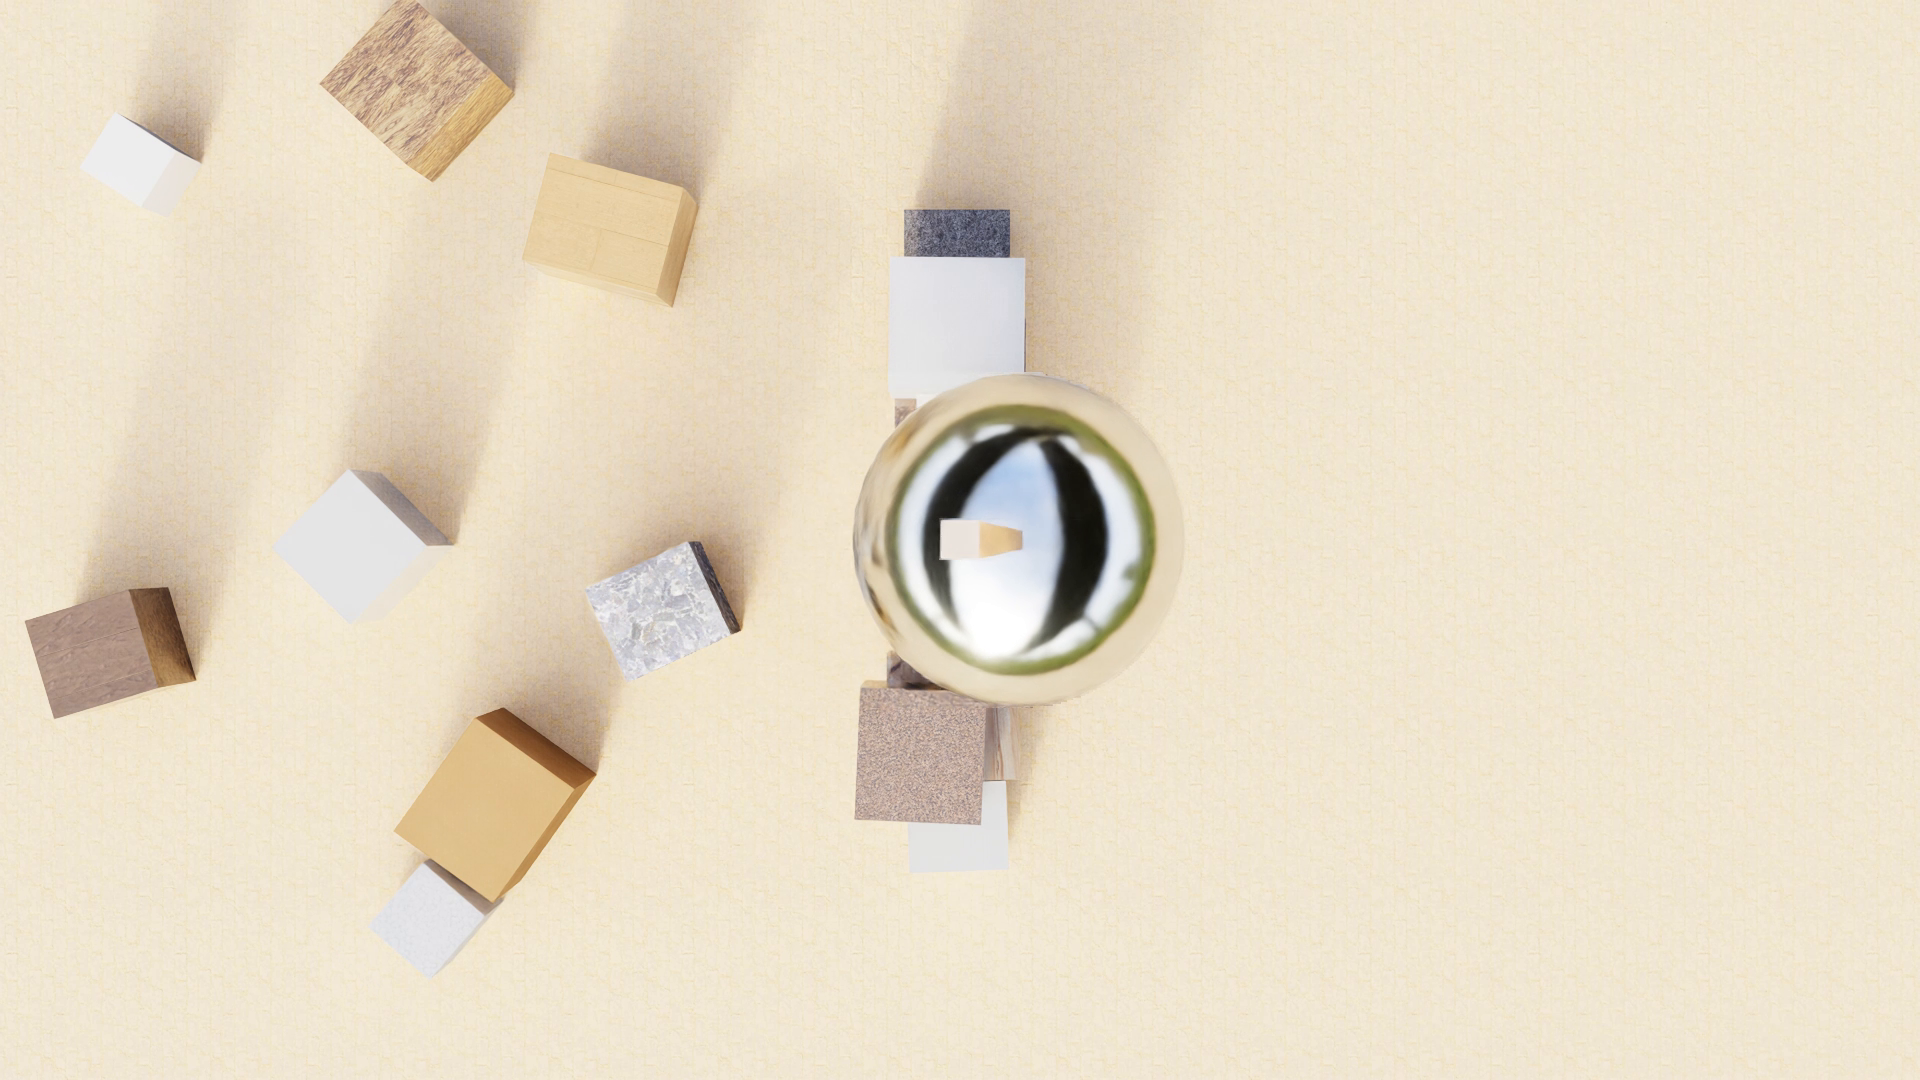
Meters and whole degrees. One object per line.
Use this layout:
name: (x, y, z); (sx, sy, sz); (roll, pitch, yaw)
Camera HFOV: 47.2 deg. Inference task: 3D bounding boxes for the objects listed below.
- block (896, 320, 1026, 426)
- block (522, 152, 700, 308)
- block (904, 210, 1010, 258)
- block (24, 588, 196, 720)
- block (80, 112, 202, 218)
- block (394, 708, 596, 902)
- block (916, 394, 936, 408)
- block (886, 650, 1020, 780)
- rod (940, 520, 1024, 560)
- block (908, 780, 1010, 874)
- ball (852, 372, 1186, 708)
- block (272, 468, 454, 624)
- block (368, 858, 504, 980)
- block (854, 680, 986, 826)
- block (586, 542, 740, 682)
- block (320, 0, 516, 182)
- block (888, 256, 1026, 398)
block: (0.002, -0.871, 12.626); (0.726, 0.749, 0.718); (0, 90, 0)
block: (-1.995, -1.768, 12.639); (0.773, 0.721, 0.618); (15, 90, 0)
block: (-0.017, -1.550, 12.686); (0.597, 0.628, 0.619); (0, 90, 0)
block: (-4.890, 0.644, 12.689); (0.613, 0.622, 0.580); (-17, 90, 0)
block: (-4.755, -2.175, 12.783); (0.416, 0.433, 0.380); (33, 90, 0)
block: (-2.649, 1.503, 12.615); (0.683, 0.770, 0.778); (36, 90, 0)
block: (0.004, -0.573, 12.047); (0.485, 0.408, 0.421); (1, 90, 0)
block: (-0.038, 0.996, 12.669); (0.718, 0.663, 0.730); (-3, 90, 0)
rod: (0.121, 0.000, 7.161); (0.080, 5.200, 0.080); (0, 90, 3)
block: (-0.013, 1.618, 12.698); (0.562, 0.604, 0.500); (-2, 90, 0)
ball: (0.279, 0.000, 10.557); (1.600, 1.600, 1.600); (0, 90, 0)
block: (-3.419, 0.037, 12.652); (0.616, 0.696, 0.615); (45, 90, 0)
block: (-3.024, 2.160, 12.728); (0.465, 0.545, 0.478); (41, 90, 0)
block: (-0.210, 1.151, 12.014); (0.675, 0.646, 0.705); (2, 90, 0)
block: (-1.706, 0.407, 12.703); (0.643, 0.595, 0.580); (-25, 90, 0)
block: (-3.117, -2.600, 12.686); (0.673, 0.629, 0.715); (43, 90, 0)
block: (-0.017, -1.137, 11.923); (0.714, 0.657, 0.707); (1, 90, 0)
